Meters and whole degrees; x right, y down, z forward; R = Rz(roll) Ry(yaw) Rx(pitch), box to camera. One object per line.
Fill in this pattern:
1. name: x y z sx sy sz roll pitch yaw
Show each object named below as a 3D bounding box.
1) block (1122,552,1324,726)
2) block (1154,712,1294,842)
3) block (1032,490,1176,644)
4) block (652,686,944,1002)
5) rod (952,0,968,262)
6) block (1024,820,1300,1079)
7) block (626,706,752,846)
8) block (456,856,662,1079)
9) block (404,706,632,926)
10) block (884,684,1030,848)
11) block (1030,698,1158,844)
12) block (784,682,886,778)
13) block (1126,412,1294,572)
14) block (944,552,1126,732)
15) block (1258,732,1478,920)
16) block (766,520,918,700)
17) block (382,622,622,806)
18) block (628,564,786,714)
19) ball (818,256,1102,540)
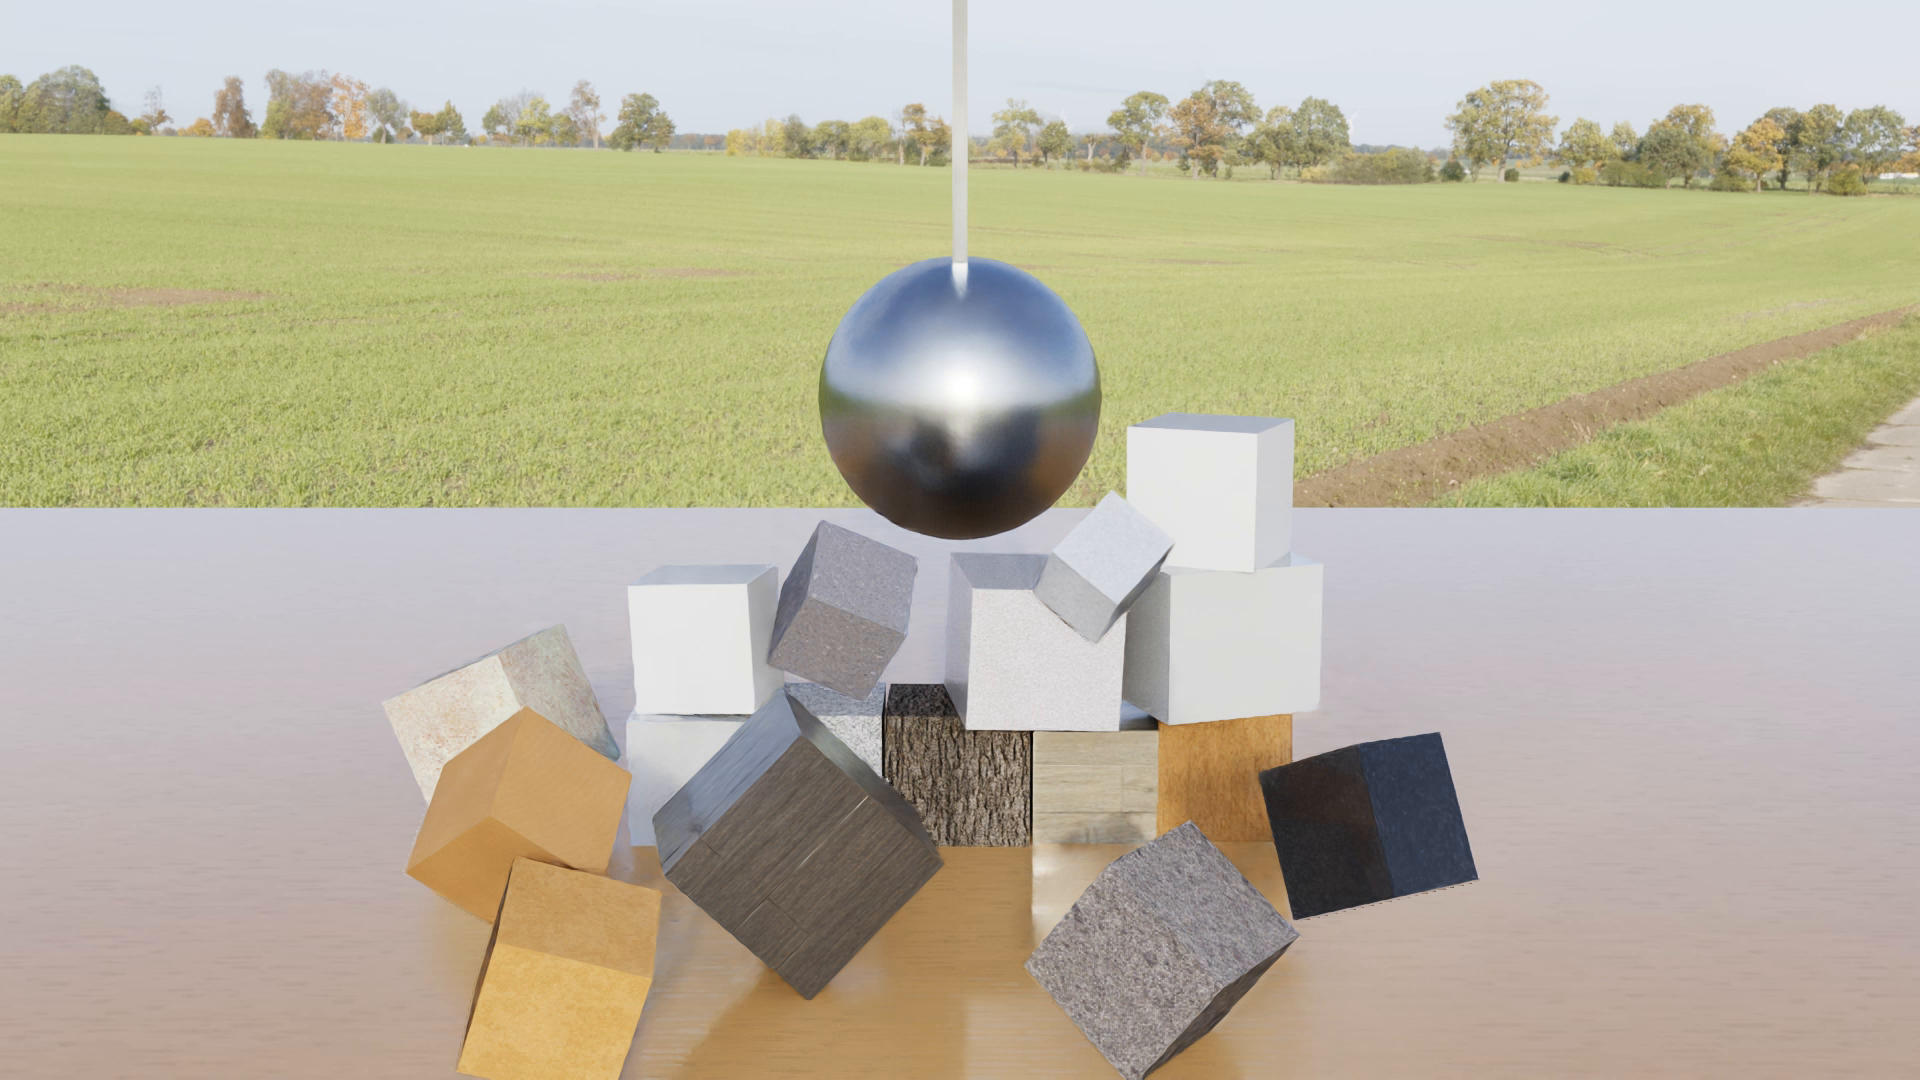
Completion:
1. block: 1.251 0.436 11.183 0.832 0.744 0.880 -4 11 -20
2. block: 1.332 1.130 11.401 0.675 0.698 0.642 0 10 0
3. block: 0.682 0.129 10.424 0.390 0.419 0.470 39 61 10
4. block: -0.697 1.269 9.295 0.799 0.833 0.708 -46 17 1
5. rod: 0.000 -3.925 11.055 0.080 5.200 0.080 0 23 0
6. block: 0.779 1.581 8.481 0.616 0.601 0.651 46 30 19
7. block: -1.328 1.158 11.389 0.676 0.646 0.727 0 10 0
8. block: -1.481 1.635 8.177 0.569 0.593 0.548 16 23 -11
9. block: -1.785 1.151 8.939 0.590 0.552 0.564 -34 31 34
10. block: -0.009 1.152 11.344 0.726 0.675 0.677 0 10 1
11. block: 0.681 1.187 11.398 0.628 0.586 0.654 0 10 0
12. block: -0.686 1.148 11.383 0.587 0.669 0.685 0 10 0
13. block: 1.254 -0.251 10.993 0.660 0.676 0.645 5 11 24
14. block: 0.364 0.500 11.062 0.758 0.702 0.842 1 12 -8
15. block: 1.565 1.097 8.452 0.518 0.577 0.502 -2 -15 -42
16. block: -0.586 0.351 10.995 0.531 0.523 0.566 22 40 -14
17. block: -2.350 0.983 11.357 0.704 0.782 0.768 -22 4 17
18. block: -1.290 0.502 11.258 0.625 0.661 0.525 -1 10 12
19. ball: 0.000 -0.799 12.394 1.600 1.600 1.600 0 10 0
